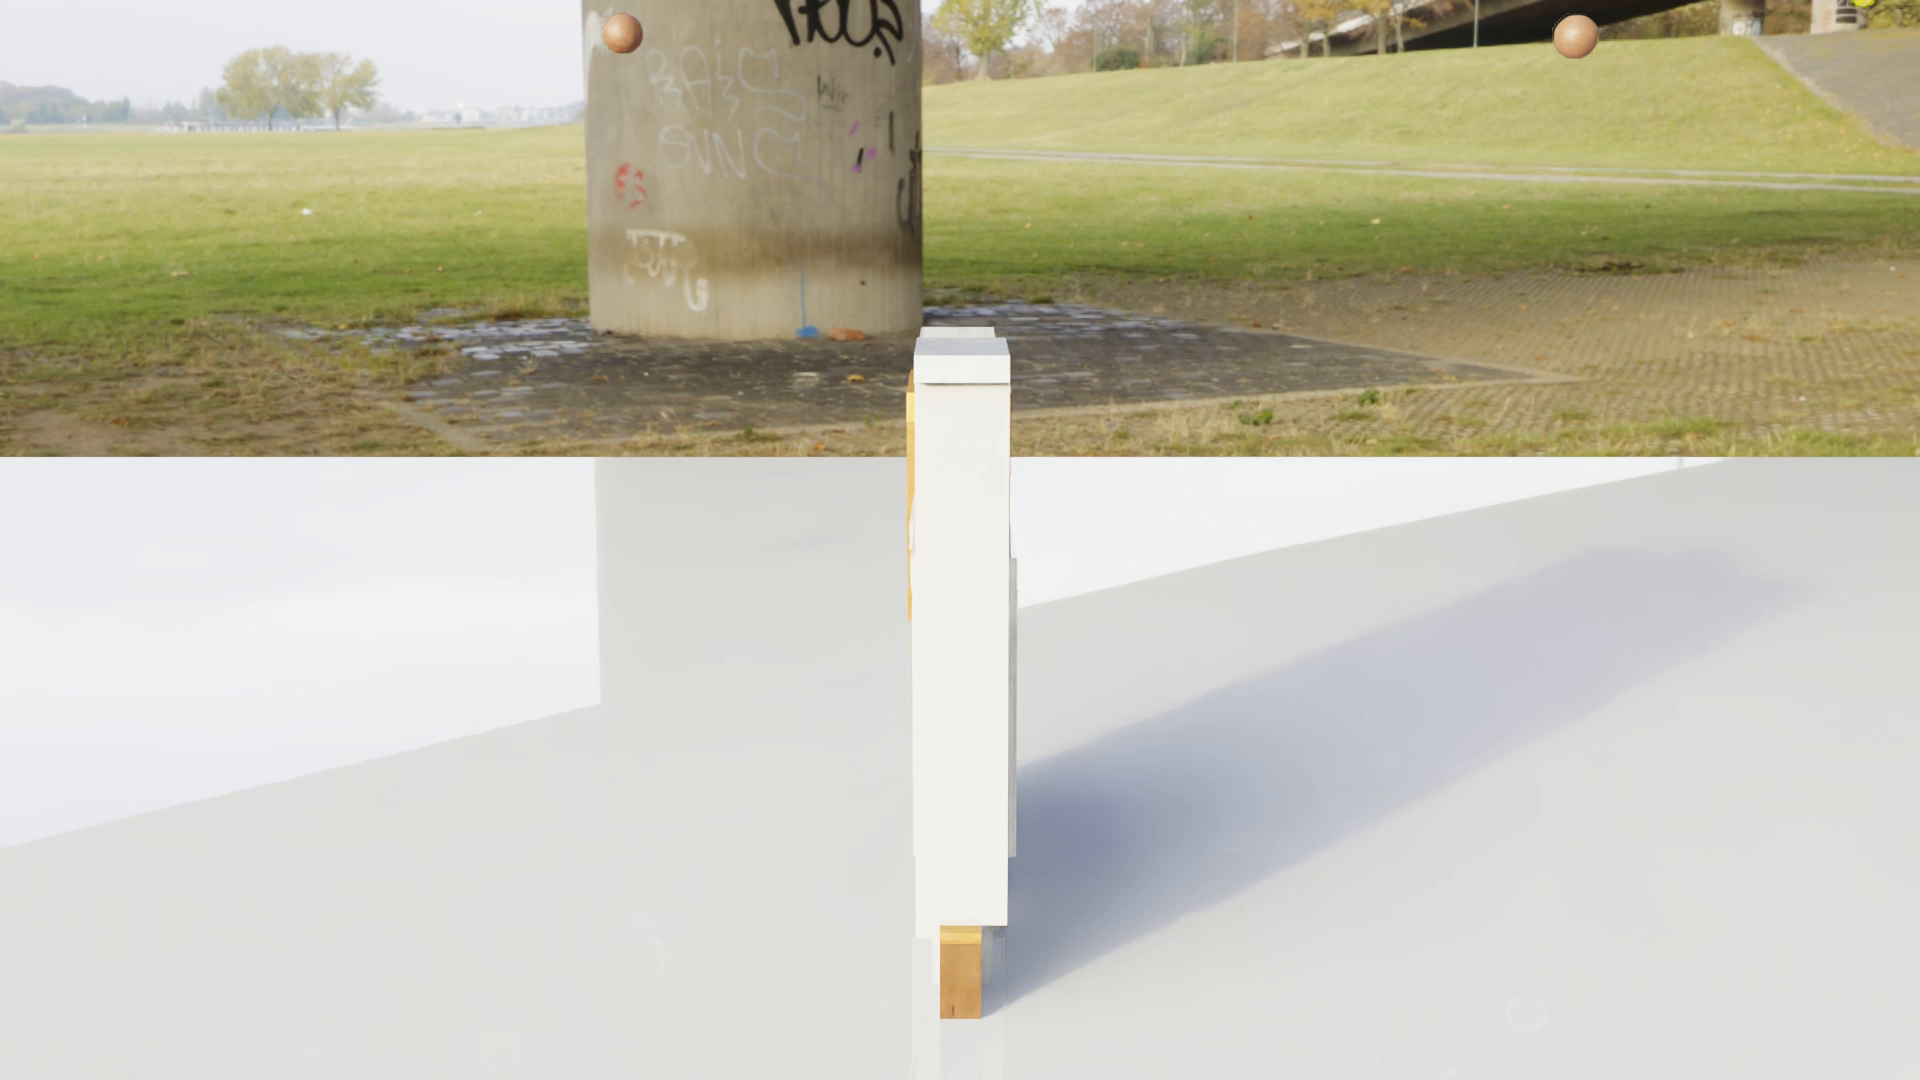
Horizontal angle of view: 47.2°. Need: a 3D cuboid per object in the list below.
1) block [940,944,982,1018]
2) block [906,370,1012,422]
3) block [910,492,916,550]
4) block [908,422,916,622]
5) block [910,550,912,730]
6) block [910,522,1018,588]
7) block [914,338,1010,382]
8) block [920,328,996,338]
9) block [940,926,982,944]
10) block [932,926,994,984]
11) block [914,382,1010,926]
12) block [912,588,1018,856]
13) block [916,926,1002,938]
[{"bbox_3d":[0.001,0.627,3.148,0.059,0.118,0.017,0,11,0],"label":"block"},{"bbox_3d":[-0.002,-0.256,3.877,0.176,0.050,0.353,0,11,0],"label":"block"},{"bbox_3d":[-0.004,-0.033,3.562,0.149,0.042,0.299,0,11,0],"label":"block"},{"bbox_3d":[-0.002,-0.037,3.799,0.176,0.353,0.050,0,11,0],"label":"block"},{"bbox_3d":[-0.003,0.153,3.495,0.149,0.299,0.042,0,11,0],"label":"block"},{"bbox_3d":[0.005,0.019,3.262,0.151,0.043,0.301,0,10,0],"label":"block"},{"bbox_3d":[0.002,-0.255,3.100,0.130,0.037,0.259,0,11,0],"label":"block"},{"bbox_3d":[-0.004,-0.317,3.559,0.121,0.034,0.241,0,11,0],"label":"block"},{"bbox_3d":[0.001,0.553,3.175,0.059,0.017,0.118,0,11,0],"label":"block"},{"bbox_3d":[0.004,0.572,3.273,0.090,0.180,0.025,0,11,0],"label":"block"},{"bbox_3d":[0.003,0.163,3.090,0.130,0.781,0.037,0,11,0],"label":"block"},{"bbox_3d":[0.007,0.259,3.204,0.151,0.408,0.043,0,11,0],"label":"block"},{"bbox_3d":[-0.001,0.489,3.462,0.137,0.274,0.039,0,11,0],"label":"block"}]
